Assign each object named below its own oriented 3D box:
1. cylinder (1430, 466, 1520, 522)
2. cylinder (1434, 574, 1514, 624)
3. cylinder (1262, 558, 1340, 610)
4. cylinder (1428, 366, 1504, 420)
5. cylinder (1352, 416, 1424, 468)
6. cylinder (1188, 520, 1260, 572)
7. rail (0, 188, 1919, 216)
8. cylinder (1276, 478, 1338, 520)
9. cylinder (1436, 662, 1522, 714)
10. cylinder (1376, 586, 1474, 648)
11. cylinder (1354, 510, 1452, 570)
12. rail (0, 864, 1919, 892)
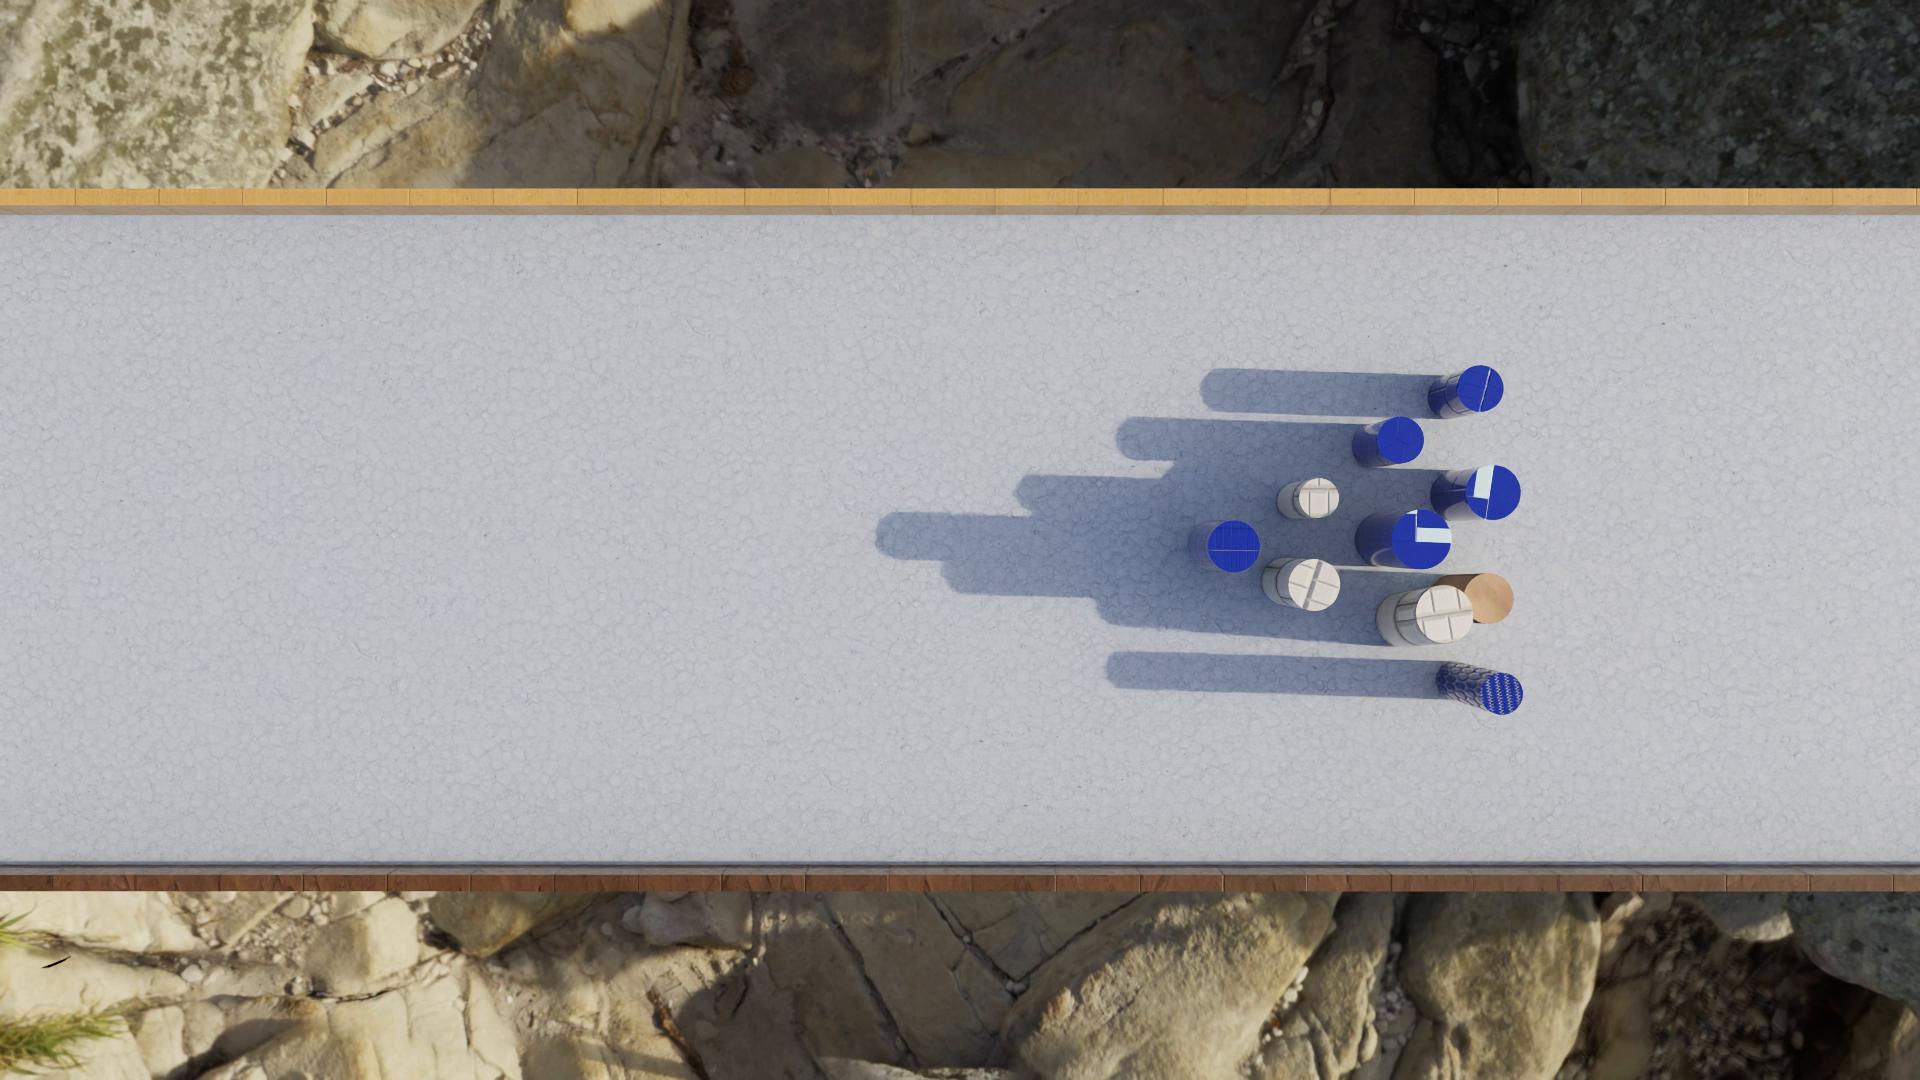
[{"bbox_3d":[1.526,-0.136,4.898,0.158,0.357,0.158,0,90,0],"label":"cylinder"},{"bbox_3d":[1.523,0.174,4.922,0.147,0.300,0.147,0,88,-3],"label":"cylinder"},{"bbox_3d":[1.000,0.127,4.866,0.146,0.421,0.146,0,90,0],"label":"cylinder"},{"bbox_3d":[1.507,-0.439,4.926,0.136,0.301,0.136,0,90,0],"label":"cylinder"},{"bbox_3d":[1.273,-0.289,4.920,0.136,0.313,0.136,0,90,0],"label":"cylinder"},{"bbox_3d":[0.774,0.018,4.869,0.147,0.414,0.147,0,90,0],"label":"cylinder"},{"bbox_3d":[-2.247,-1.025,5.002,12.000,0.150,0.050,0,90,0],"label":"rail"},{"bbox_3d":[1.030,-0.120,4.904,0.114,0.345,0.114,0,90,0],"label":"cylinder"},{"bbox_3d":[1.524,0.432,4.857,0.119,0.438,0.119,0,90,0],"label":"cylinder"},{"bbox_3d":[1.370,0.229,4.885,0.167,0.366,0.167,0,84,-4],"label":"cylinder"},{"bbox_3d":[1.300,-0.001,4.861,0.169,0.432,0.169,0,90,0],"label":"cylinder"},{"bbox_3d":[-2.247,1.025,5.001,12.000,0.150,0.050,0,90,0],"label":"rail"}]
